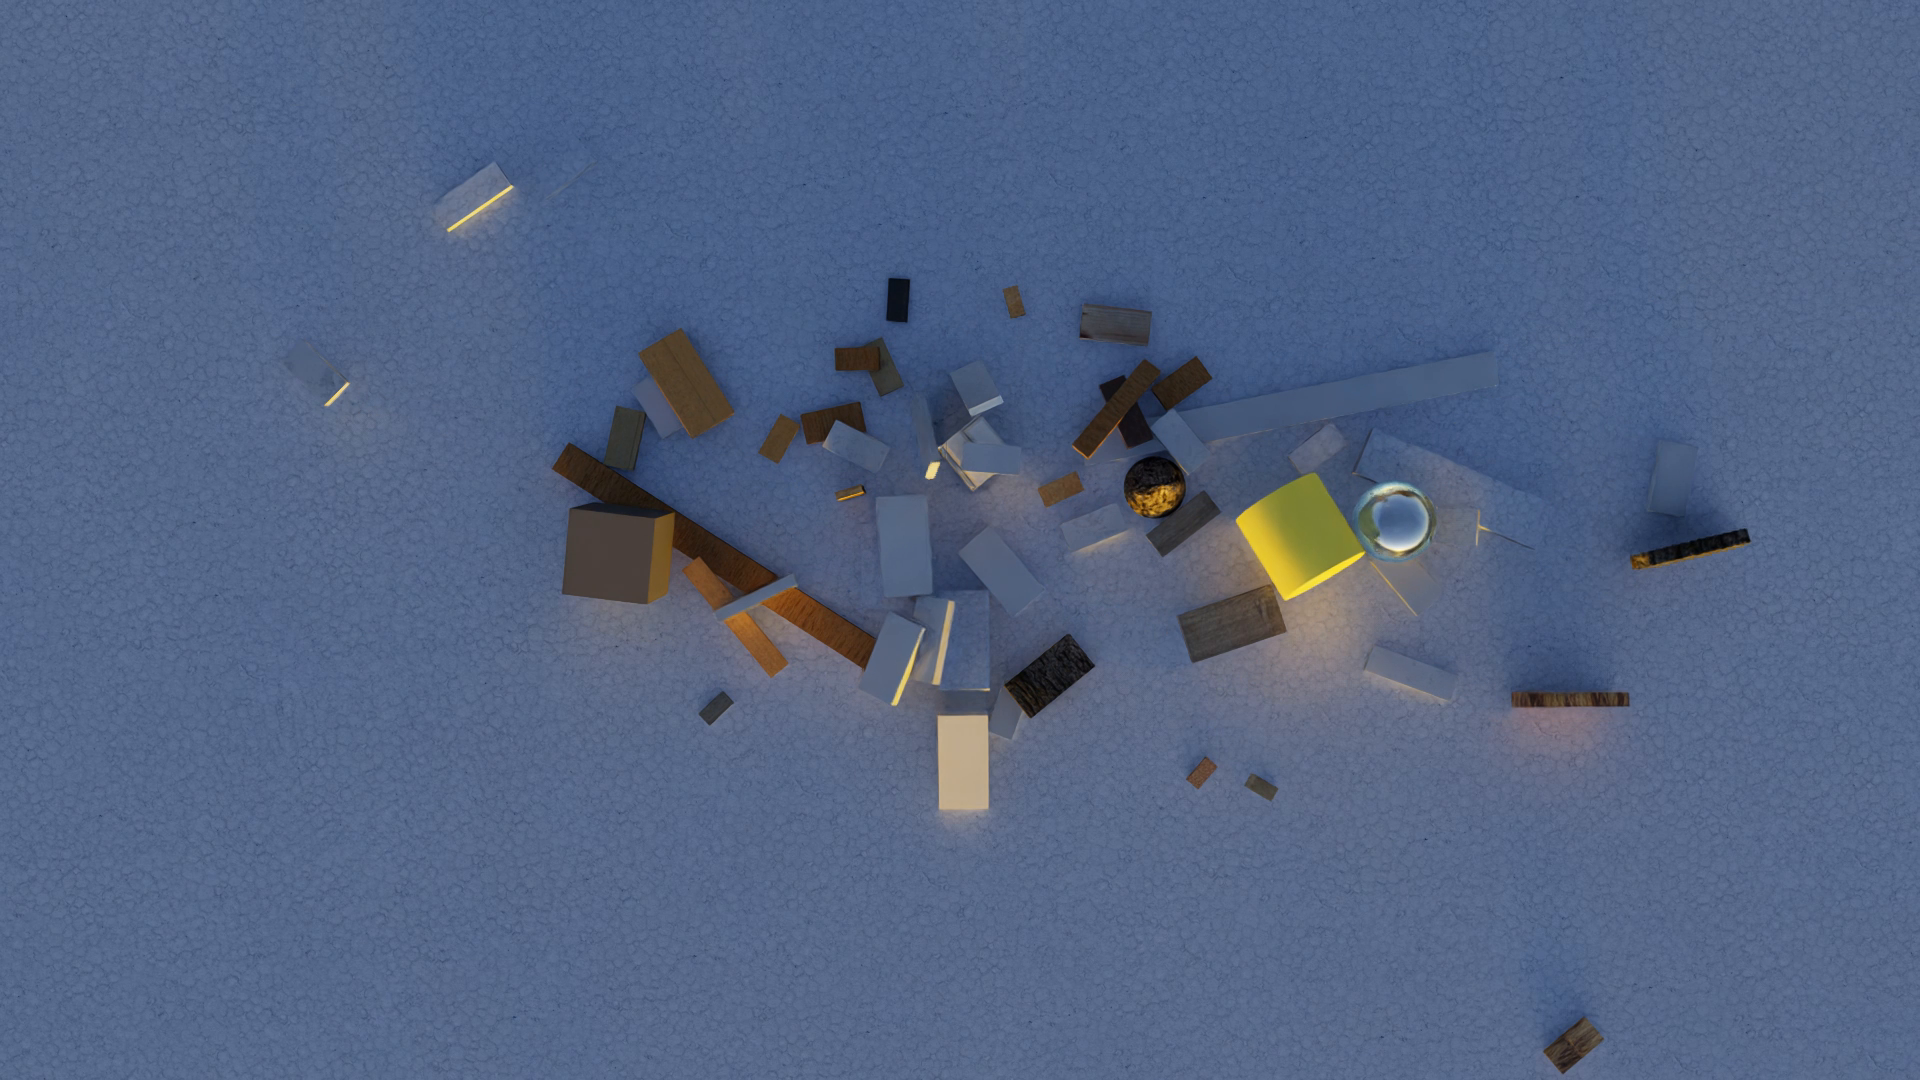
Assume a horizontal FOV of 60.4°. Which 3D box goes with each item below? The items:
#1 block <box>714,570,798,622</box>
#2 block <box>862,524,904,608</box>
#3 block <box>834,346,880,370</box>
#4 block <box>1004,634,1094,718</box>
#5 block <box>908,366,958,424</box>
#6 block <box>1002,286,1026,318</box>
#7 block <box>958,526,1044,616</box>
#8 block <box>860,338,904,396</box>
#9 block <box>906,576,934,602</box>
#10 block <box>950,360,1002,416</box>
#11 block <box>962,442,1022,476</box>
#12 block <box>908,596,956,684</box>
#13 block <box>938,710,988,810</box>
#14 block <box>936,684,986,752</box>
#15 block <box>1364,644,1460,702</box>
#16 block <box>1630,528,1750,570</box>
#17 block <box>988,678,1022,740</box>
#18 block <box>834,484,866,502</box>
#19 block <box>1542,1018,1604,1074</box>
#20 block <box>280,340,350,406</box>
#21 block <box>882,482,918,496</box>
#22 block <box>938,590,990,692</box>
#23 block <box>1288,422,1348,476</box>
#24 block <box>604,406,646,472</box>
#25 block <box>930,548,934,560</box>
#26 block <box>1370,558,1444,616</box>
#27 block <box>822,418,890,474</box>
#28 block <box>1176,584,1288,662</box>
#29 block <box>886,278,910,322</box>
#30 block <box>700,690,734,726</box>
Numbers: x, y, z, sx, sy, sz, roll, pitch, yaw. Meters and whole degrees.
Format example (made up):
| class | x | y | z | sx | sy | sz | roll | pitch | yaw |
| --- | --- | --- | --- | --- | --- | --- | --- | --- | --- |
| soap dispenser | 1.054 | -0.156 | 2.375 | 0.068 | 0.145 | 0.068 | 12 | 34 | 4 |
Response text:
| class | x | y | z | sx | sy | sz | roll | pitch | yaw |
| --- | --- | --- | --- | --- | --- | --- | --- | --- | --- |
| block | -0.668 | 0.184 | 5.392 | 0.282 | 0.141 | 0.040 | -26 | 95 | -3 |
| block | -0.257 | 0.086 | 5.480 | 0.141 | 0.040 | 0.282 | 0 | 90 | 0 |
| block | -0.340 | -0.600 | 5.468 | 0.149 | 0.021 | 0.075 | 0 | 96 | 14 |
| block | 0.296 | 0.450 | 5.464 | 0.275 | 0.039 | 0.138 | -38 | 90 | -7 |
| block | -0.092 | -0.482 | 5.488 | 0.088 | 0.025 | 0.176 | -33 | 90 | 0 |
| block | 0.180 | -0.793 | 5.493 | 0.050 | 0.014 | 0.101 | -16 | 90 | 0 |
| block | 0.136 | 0.103 | 5.480 | 0.141 | 0.040 | 0.282 | -41 | 90 | 0 |
| block | -0.262 | -0.575 | 5.488 | 0.088 | 0.025 | 0.176 | -25 | 90 | 0 |
| block | -0.135 | 0.153 | 5.474 | 0.111 | 0.055 | 0.016 | -51 | 51 | 0 |
| block | 0.053 | -0.499 | 5.403 | 0.114 | 0.229 | 0.032 | -24 | 130 | 0 |
| block | 0.101 | -0.261 | 5.310 | 0.184 | 0.026 | 0.092 | 5 | 90 | 0 |
| block | -0.103 | 0.327 | 5.418 | 0.138 | 0.039 | 0.275 | 8 | 85 | 39 |
| block | 0.011 | 0.725 | 5.436 | 0.164 | 0.047 | 0.329 | -1 | 105 | 0 |
| block | 0.001 | 0.536 | 5.477 | 0.164 | 0.047 | 0.329 | 0 | 90 | 0 |
| block | 1.501 | 0.443 | 5.487 | 0.301 | 0.026 | 0.090 | 20 | 90 | 0 |
| block | 2.394 | 0.029 | 5.416 | 0.327 | 0.163 | 0.046 | -13 | 84 | 0 |
| block | 0.160 | 0.563 | 5.487 | 0.090 | 0.026 | 0.181 | 20 | 90 | 0 |
| block | -0.359 | -0.155 | 5.412 | 0.088 | 0.176 | 0.025 | -17 | 90 | 0 |
| block | 2.041 | 1.681 | 5.487 | 0.181 | 0.026 | 0.090 | -40 | 90 | 0 |
| block | -2.145 | -0.557 | 5.485 | 0.209 | 0.030 | 0.104 | 44 | 90 | 0 |
| block | -0.201 | -0.150 | 5.492 | 0.111 | 0.016 | 0.055 | 19 | 90 | 0 |
| block | 0.013 | 0.332 | 5.439 | 0.164 | 0.047 | 0.329 | -1 | 77 | 0 |
| block | 1.188 | -0.301 | 5.487 | 0.183 | 0.026 | 0.091 | -38 | 90 | 0 |
| block | -1.113 | -0.337 | 5.486 | 0.100 | 0.028 | 0.200 | 12 | 90 | 0 |
| block | -0.170 | -0.010 | 5.447 | 0.101 | 0.029 | 0.203 | -25 | 93 | -10 |
| block | 1.485 | 0.124 | 5.483 | 0.118 | 0.033 | 0.236 | -40 | 90 | 0 |
| block | -0.343 | -0.310 | 5.466 | 0.202 | 0.029 | 0.101 | 27 | 99 | -7 |
| block | 0.902 | 0.278 | 5.476 | 0.328 | 0.046 | 0.164 | -18 | 90 | 0 |
| block | -0.206 | -0.798 | 5.490 | 0.070 | 0.020 | 0.140 | 4 | 90 | 0 |
| block | -0.812 | 0.560 | 5.492 | 0.111 | 0.016 | 0.055 | -43 | 90 | 0 |
